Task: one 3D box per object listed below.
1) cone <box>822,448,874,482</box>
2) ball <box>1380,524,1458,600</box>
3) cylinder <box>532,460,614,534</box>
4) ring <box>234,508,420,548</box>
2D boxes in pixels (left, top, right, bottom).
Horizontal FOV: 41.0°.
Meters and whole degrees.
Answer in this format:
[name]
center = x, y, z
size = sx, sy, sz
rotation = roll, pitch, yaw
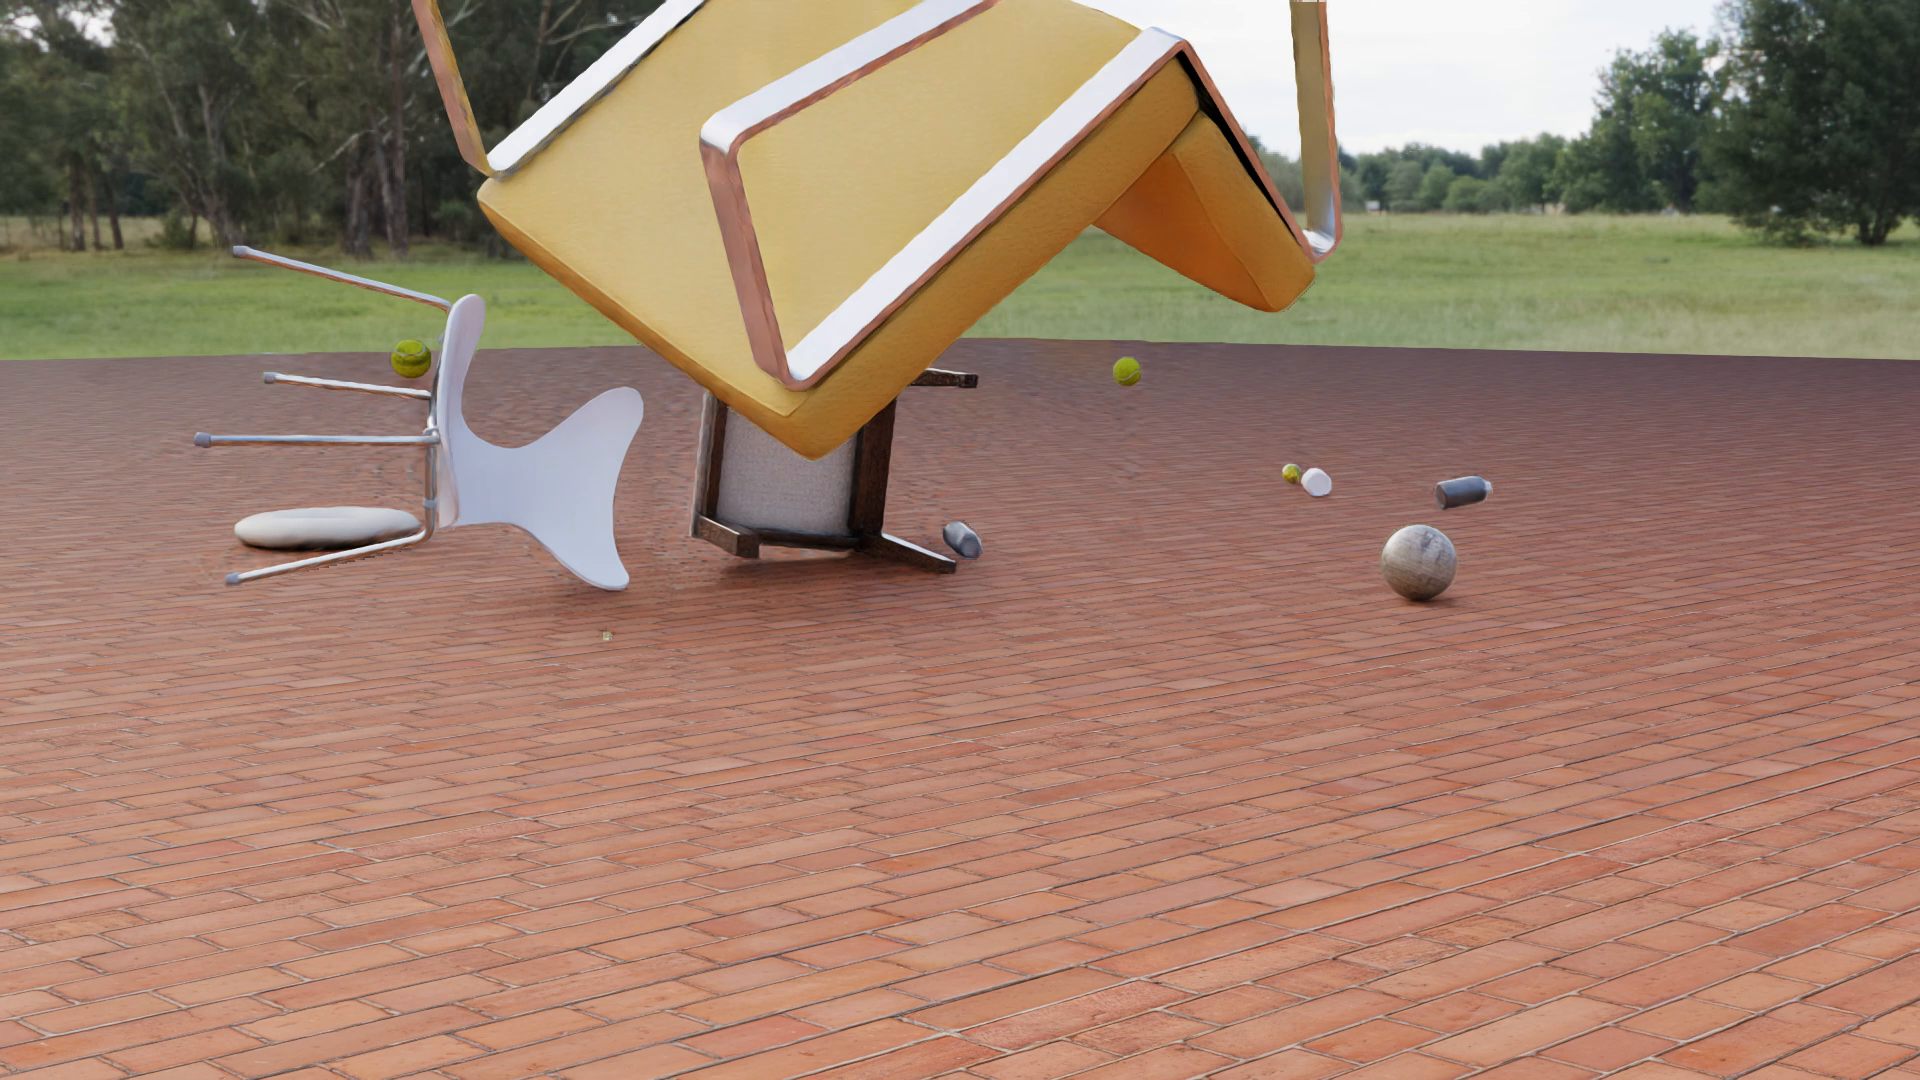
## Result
[cone]
center = -0.340, -0.214, 8.211
size = 0.169, 0.128, 0.089
rotation = 19, 24, -32
[ball]
center = 0.933, 0.046, 5.218
size = 0.153, 0.153, 0.153
rotation = 0, 6, 0
[cylinder]
center = -0.975, -0.111, 6.470
size = 0.132, 0.162, 0.158
rotation = 18, 5, 40
[ring]
center = -1.565, -0.030, 6.352
size = 0.451, 0.073, 0.417
rotation = -3, 7, -22
